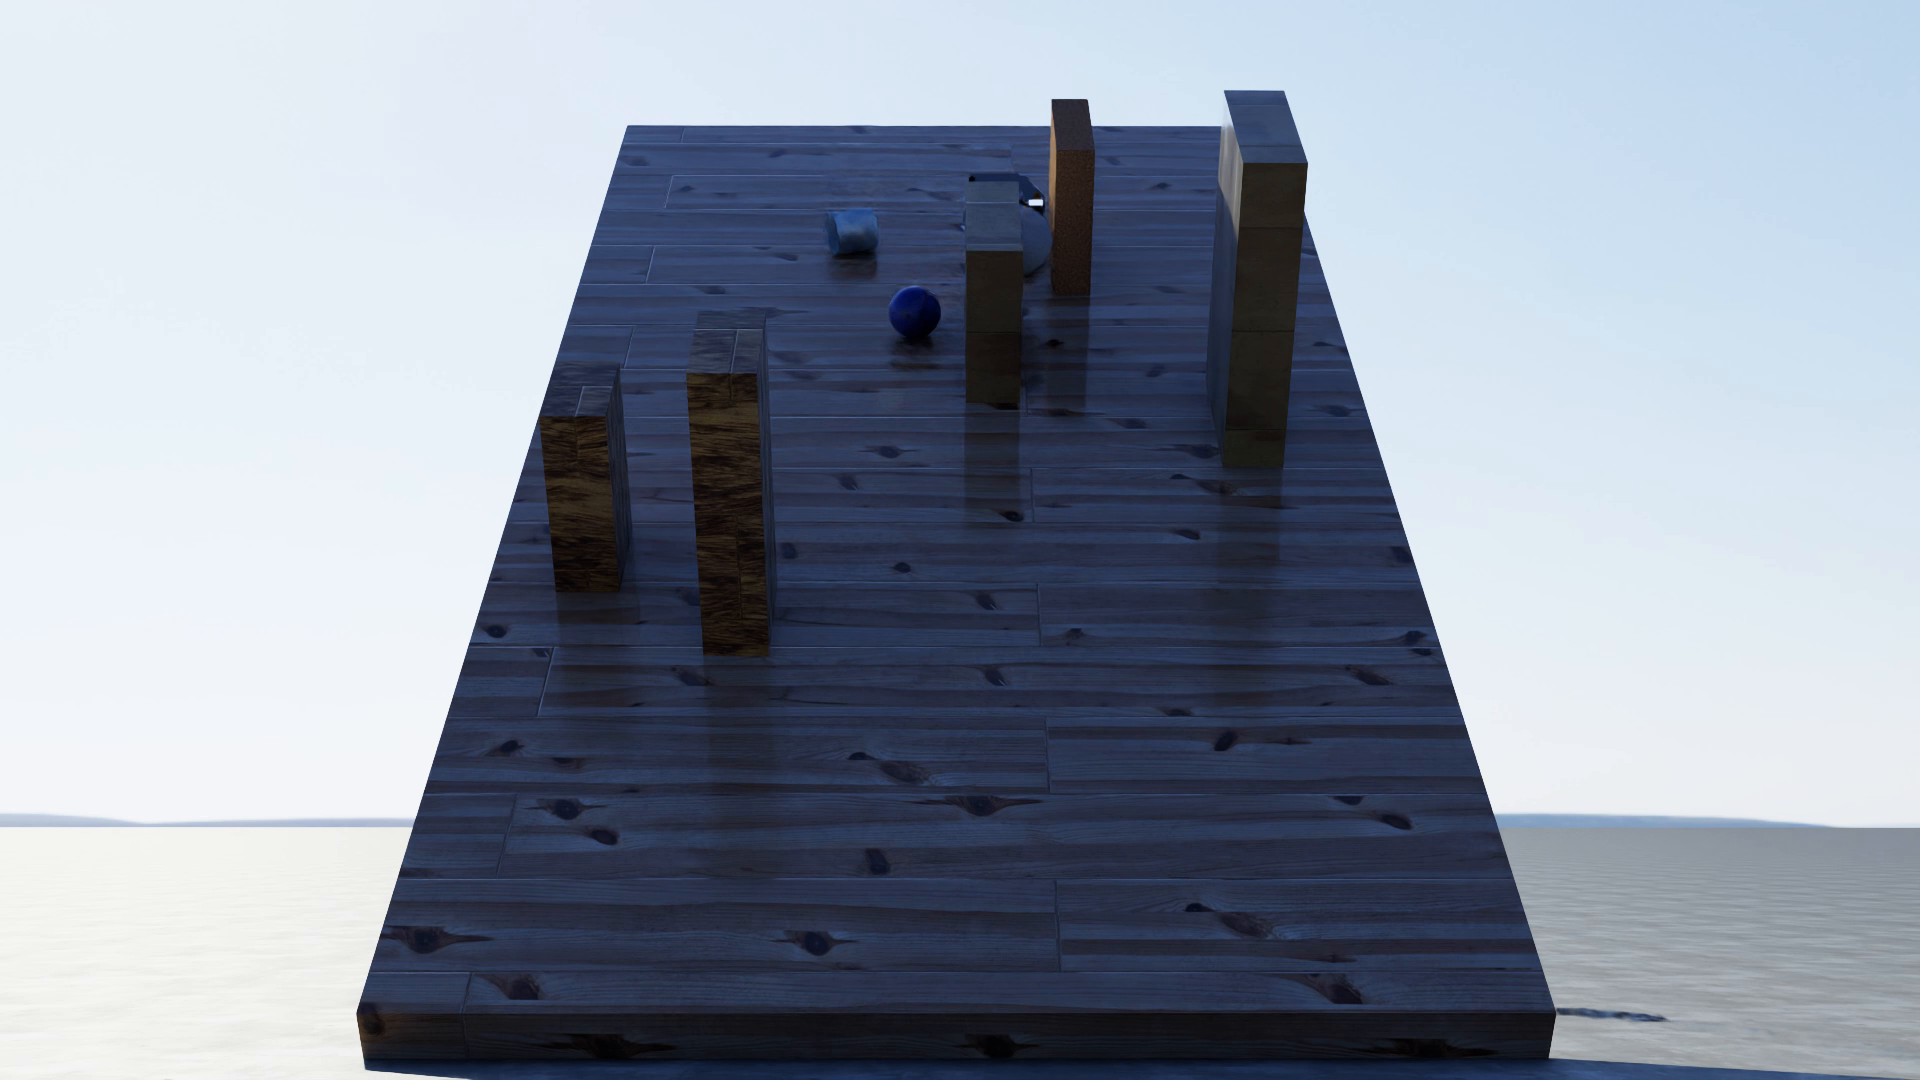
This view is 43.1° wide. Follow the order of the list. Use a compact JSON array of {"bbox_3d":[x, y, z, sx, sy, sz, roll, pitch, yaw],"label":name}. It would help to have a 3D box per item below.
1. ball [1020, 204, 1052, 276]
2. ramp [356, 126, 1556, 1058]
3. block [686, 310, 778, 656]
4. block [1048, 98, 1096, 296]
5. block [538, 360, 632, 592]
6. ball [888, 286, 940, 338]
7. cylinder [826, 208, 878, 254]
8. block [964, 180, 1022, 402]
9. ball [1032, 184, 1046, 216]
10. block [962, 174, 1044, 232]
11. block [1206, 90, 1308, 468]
[{"bbox_3d":[0.144,-0.769,6.254,0.188,0.188,0.188,0,-7,0],"label":"ball"},{"bbox_3d":[-0.014,-0.200,5.789,2.000,0.100,4.000,0,31,0],"label":"ramp"},{"bbox_3d":[-0.456,-0.111,4.915,0.134,0.646,0.274,0,31,0],"label":"block"},{"bbox_3d":[0.295,-0.917,6.489,0.099,0.409,0.365,0,31,0],"label":"block"},{"bbox_3d":[-0.792,-0.135,5.169,0.135,0.422,0.249,0,31,0],"label":"block"},{"bbox_3d":[-0.116,-0.580,6.192,0.134,0.134,0.134,0,-7,0],"label":"ball"},{"bbox_3d":[-0.295,-0.843,6.635,0.114,0.114,0.114,-11,-3,-18],"label":"cylinder"},{"bbox_3d":[0.080,-0.615,5.991,0.132,0.403,0.423,0,31,0],"label":"block"},{"bbox_3d":[0.178,-0.929,6.730,0.119,0.119,0.119,0,-7,0],"label":"ball"},{"bbox_3d":[0.111,-0.865,6.437,0.154,0.154,0.154,-2,34,-19],"label":"block"},{"bbox_3d":[0.680,-0.606,5.639,0.141,0.754,0.440,0,31,0],"label":"block"}]
